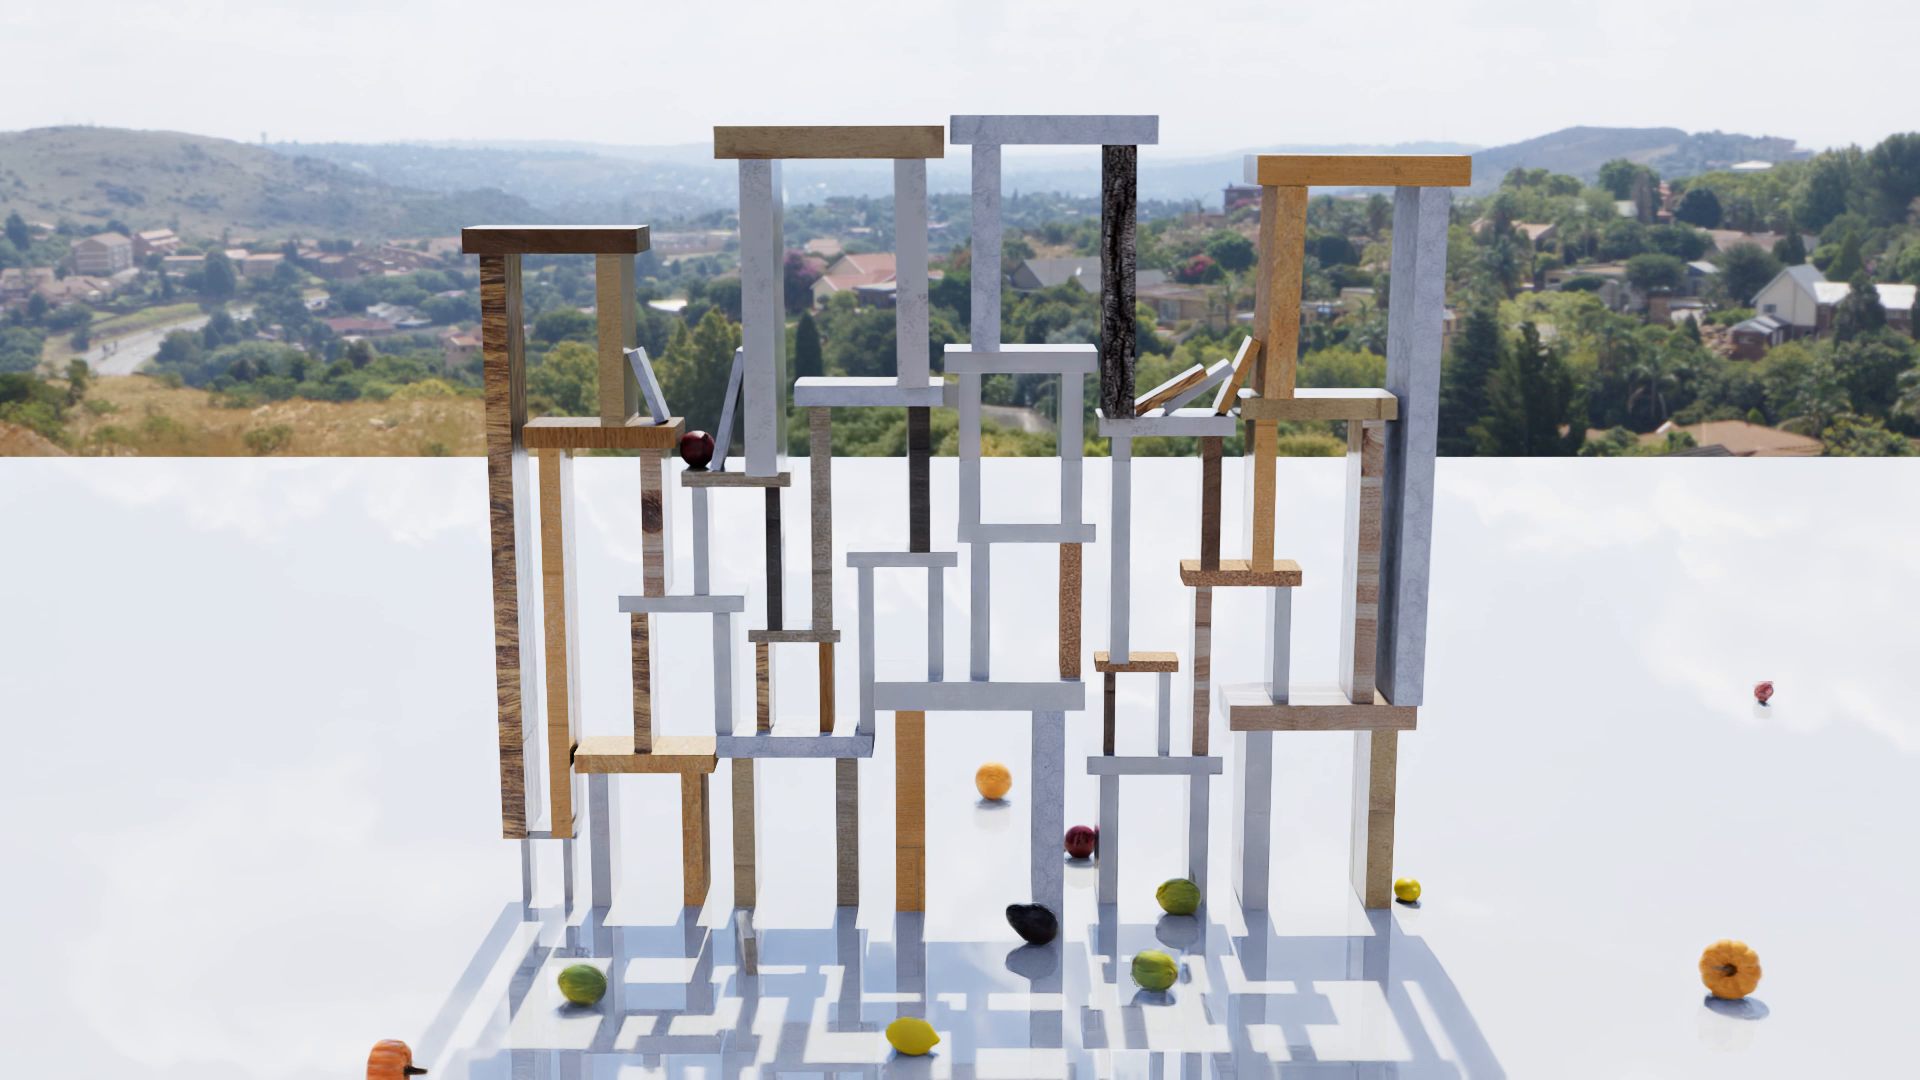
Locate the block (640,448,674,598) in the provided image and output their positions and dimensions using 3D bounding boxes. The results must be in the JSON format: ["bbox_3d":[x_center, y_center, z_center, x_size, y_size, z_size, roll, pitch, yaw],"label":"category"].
[{"bbox_3d":[-0.488,-0.037,3.545,0.034,0.240,0.120,0,11,0],"label":"block"}]

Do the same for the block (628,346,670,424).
[{"bbox_3d":[-0.496,-0.247,3.510,0.017,0.120,0.060,-20,10,4],"label":"block"}]

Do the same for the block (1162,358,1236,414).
[{"bbox_3d":[0.379,-0.245,3.516,0.126,0.018,0.063,-33,9,6],"label":"block"}]

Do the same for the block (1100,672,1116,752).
[{"bbox_3d":[0.244,0.275,3.616,0.019,0.134,0.067,0,11,0],"label":"block"}]

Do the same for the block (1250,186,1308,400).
[{"bbox_3d":[0.504,-0.396,3.481,0.046,0.328,0.164,2,10,-1],"label":"block"}]

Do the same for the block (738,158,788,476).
[{"bbox_3d":[-0.311,-0.357,3.490,0.050,0.491,0.176,0,11,1],"label":"block"}]

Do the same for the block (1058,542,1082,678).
[{"bbox_3d":[0.179,0.103,3.576,0.031,0.221,0.110,0,11,0],"label":"block"}]

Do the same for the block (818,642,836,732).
[{"bbox_3d":[-0.218,0.232,3.605,0.021,0.149,0.075,0,11,0],"label":"block"}]

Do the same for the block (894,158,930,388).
[{"bbox_3d":[-0.076,-0.426,3.483,0.050,0.352,0.176,-1,11,-1],"label":"block"}]

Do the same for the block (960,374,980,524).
[{"bbox_3d":[0.016,-0.155,3.533,0.034,0.240,0.120,0,11,0],"label":"block"}]

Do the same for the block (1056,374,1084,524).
[{"bbox_3d":[0.176,-0.155,3.533,0.034,0.240,0.120,0,11,-1],"label":"block"}]

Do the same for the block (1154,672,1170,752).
[{"bbox_3d":[0.333,0.275,3.615,0.019,0.134,0.067,0,11,0],"label":"block"}]

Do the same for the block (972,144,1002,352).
[{"bbox_3d":[0.041,-0.464,3.479,0.045,0.319,0.159,0,11,0],"label":"block"}]

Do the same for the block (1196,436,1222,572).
[{"bbox_3d":[0.402,-0.067,3.550,0.031,0.217,0.108,0,11,2],"label":"block"}]

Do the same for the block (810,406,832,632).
[{"bbox_3d":[-0.224,-0.042,3.558,0.033,0.364,0.117,-1,11,-3],"label":"block"}]

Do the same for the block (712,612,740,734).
[{"bbox_3d":[-0.382,0.206,3.604,0.029,0.202,0.101,0,11,2],"label":"block"}]

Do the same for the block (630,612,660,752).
[{"bbox_3d":[-0.515,0.222,3.602,0.029,0.232,0.101,0,11,0],"label":"block"}]

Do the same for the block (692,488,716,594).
[{"bbox_3d":[-0.415,-0.006,3.560,0.025,0.175,0.087,0,11,0],"label":"block"}]

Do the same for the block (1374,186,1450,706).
[{"bbox_3d":[0.721,-0.153,3.532,0.046,0.823,0.164,0,11,-2],"label":"block"}]

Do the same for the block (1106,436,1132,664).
[{"bbox_3d":[0.257,0.008,3.566,0.031,0.370,0.108,0,11,0],"label":"block"}]

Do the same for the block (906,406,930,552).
[{"bbox_3d":[-0.067,-0.106,3.548,0.033,0.235,0.117,-1,11,-3],"label":"block"}]

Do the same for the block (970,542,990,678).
[{"bbox_3d":[0.032,0.103,3.577,0.031,0.220,0.110,0,11,0],"label":"block"}]

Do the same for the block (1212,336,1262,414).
[{"bbox_3d":[0.442,-0.264,3.511,0.018,0.126,0.063,25,9,-5],"label":"block"}]

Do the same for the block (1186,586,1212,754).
[{"bbox_3d":[0.392,0.203,3.601,0.027,0.280,0.094,0,10,1],"label":"block"}]

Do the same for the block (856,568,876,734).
[{"bbox_3d":[-0.154,0.171,3.590,0.025,0.275,0.089,-1,11,-5],"label":"block"}]

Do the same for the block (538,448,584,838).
[{"bbox_3d":[-0.649,0.159,3.585,0.034,0.641,0.120,0,11,0],"label":"block"}]

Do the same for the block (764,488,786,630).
[{"bbox_3d":[-0.298,0.023,3.564,0.025,0.234,0.087,0,11,0],"label":"block"}]

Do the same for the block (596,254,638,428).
[{"bbox_3d":[-0.544,-0.323,3.497,0.038,0.271,0.135,0,11,1],"label":"block"}]

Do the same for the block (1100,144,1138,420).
[{"bbox_3d":[0.251,-0.412,3.488,0.045,0.423,0.159,0,11,0],"label":"block"}]

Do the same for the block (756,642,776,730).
[{"bbox_3d":[-0.318,0.231,3.612,0.021,0.149,0.075,1,11,4],"label":"block"}]

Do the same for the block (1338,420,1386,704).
[{"bbox_3d":[0.650,0.025,3.563,0.035,0.460,0.123,0,11,-1],"label":"block"}]

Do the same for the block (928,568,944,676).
[{"bbox_3d":[-0.039,0.123,3.584,0.025,0.178,0.089,0,11,0],"label":"block"}]

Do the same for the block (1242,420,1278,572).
[{"bbox_3d":[0.482,-0.080,3.542,0.035,0.246,0.123,0,11,0],"label":"block"}]

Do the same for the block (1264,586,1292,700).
[{"bbox_3d":[0.519,0.158,3.593,0.027,0.188,0.094,0,11,-1],"label":"block"}]

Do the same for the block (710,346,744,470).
[{"bbox_3d":[-0.367,-0.210,3.514,0.017,0.195,0.060,14,10,-2],"label":"block"}]

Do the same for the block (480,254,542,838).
[{"bbox_3d":[-0.725,0.009,3.559,0.038,0.946,0.135,0,11,0],"label":"block"}]
